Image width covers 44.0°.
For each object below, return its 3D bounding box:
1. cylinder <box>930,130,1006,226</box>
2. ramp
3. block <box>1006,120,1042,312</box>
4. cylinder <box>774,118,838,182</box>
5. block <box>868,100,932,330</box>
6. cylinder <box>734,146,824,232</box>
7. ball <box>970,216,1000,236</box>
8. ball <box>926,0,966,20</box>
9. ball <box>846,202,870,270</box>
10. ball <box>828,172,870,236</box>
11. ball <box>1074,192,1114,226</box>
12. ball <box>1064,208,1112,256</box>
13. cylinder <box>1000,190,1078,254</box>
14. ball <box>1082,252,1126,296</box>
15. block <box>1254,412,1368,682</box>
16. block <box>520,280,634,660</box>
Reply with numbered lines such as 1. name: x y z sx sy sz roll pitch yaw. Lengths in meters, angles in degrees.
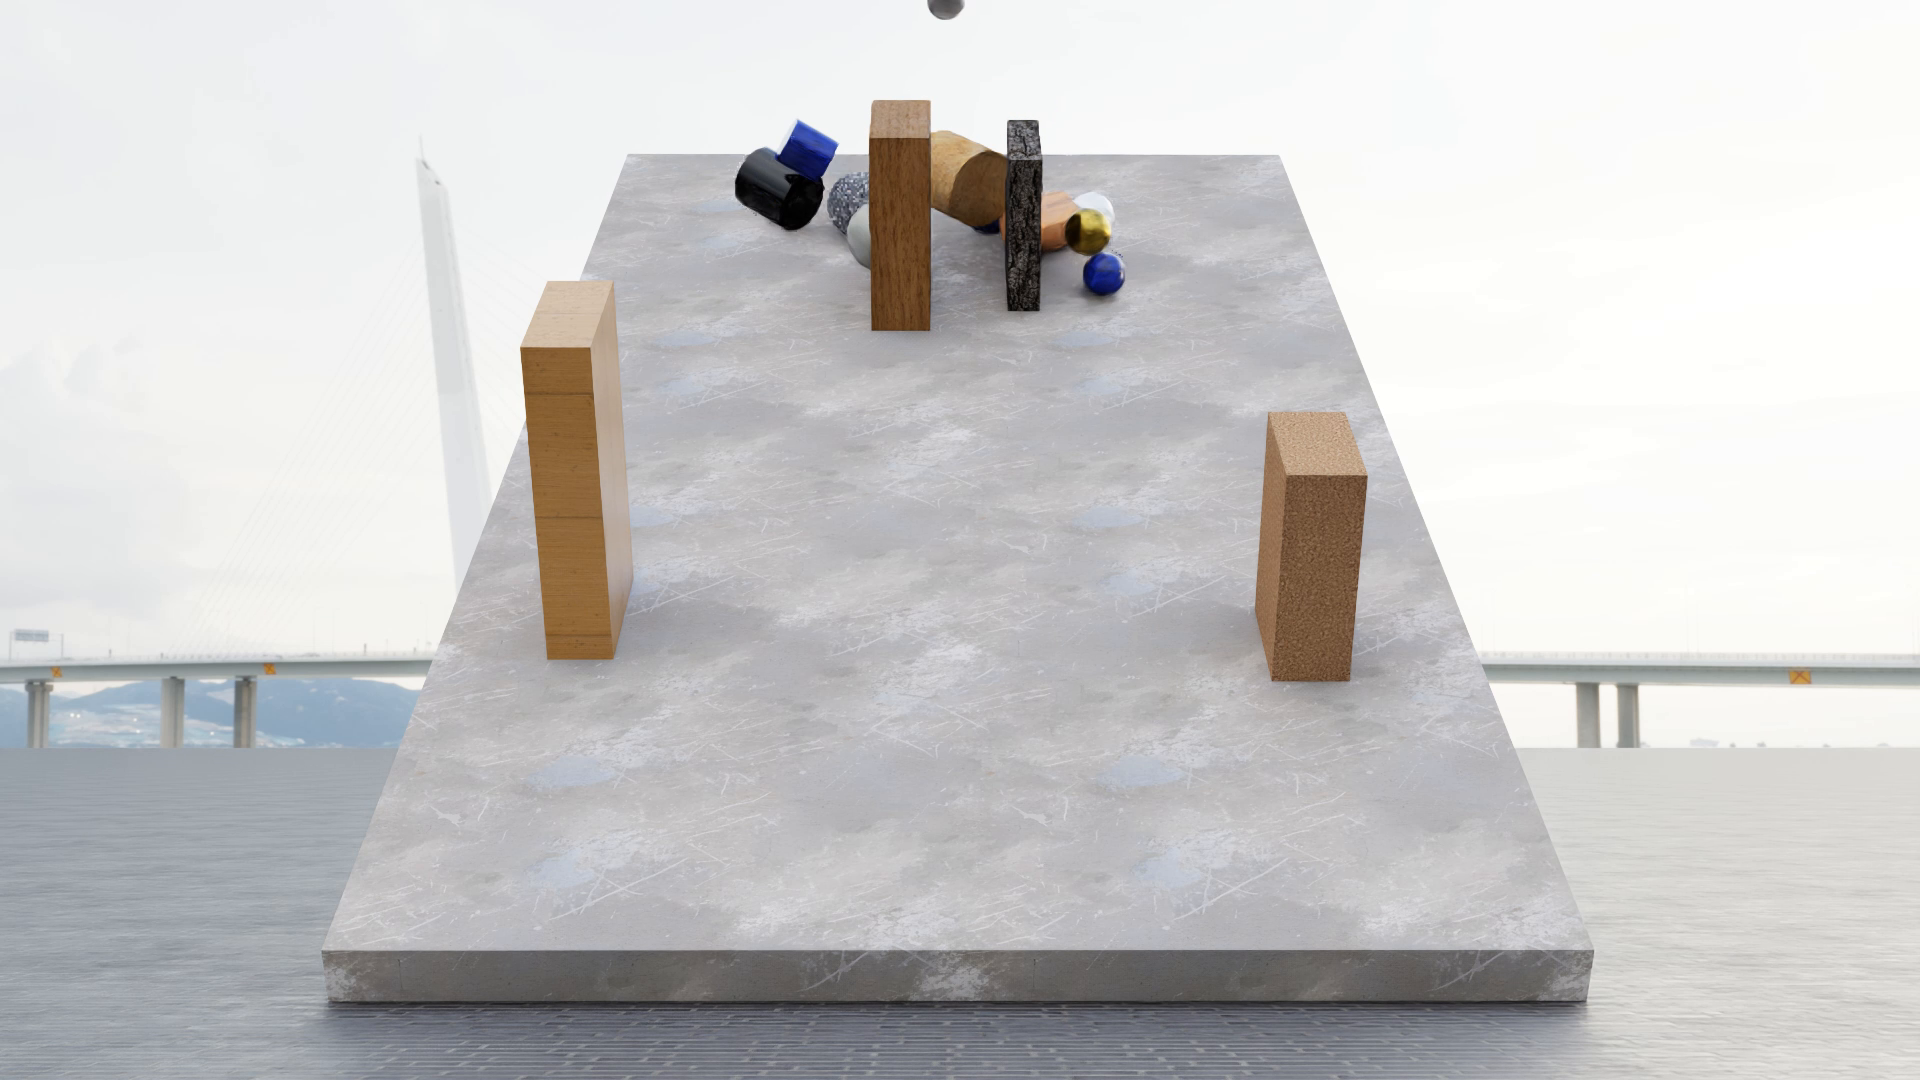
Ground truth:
1. cylinder: 0.001 -0.974 6.392 0.209 0.209 0.209 4 20 -40
2. ramp: -0.011 -0.226 5.530 2.000 0.100 4.000 0 27 0
3. block: 0.165 -0.849 6.191 0.083 0.406 0.338 0 27 0
4. cylinder: -0.421 -1.066 6.502 0.129 0.129 0.129 28 -13 -14
5. block: -0.150 -0.826 6.035 0.148 0.505 0.313 0 27 0
6. cylinder: -0.506 -0.984 6.653 0.178 0.178 0.178 32 10 26
7. ball: 0.083 -0.928 6.617 0.157 0.157 0.157 0 -5 0
8. ball: -0.041 -1.563 6.872 0.115 0.115 0.115 0 -5 0
9. ball: -0.203 -0.811 6.329 0.197 0.197 0.197 0 -5 0
10. ball: -0.276 -0.928 6.582 0.185 0.185 0.185 0 -5 0
11. ball: 0.364 -0.899 6.591 0.129 0.129 0.129 0 -5 0
12. ball: 0.334 -0.803 6.188 0.124 0.124 0.124 0 -5 0
13. cylinder: 0.219 -0.863 6.491 0.157 0.157 0.157 -22 9 -36
14. ball: 0.378 -0.697 6.216 0.113 0.113 0.113 0 -5 0
15. block: 0.660 0.011 4.493 0.146 0.430 0.278 0 27 0
16. block: -0.725 -0.133 4.533 0.126 0.644 0.330 0 27 0
